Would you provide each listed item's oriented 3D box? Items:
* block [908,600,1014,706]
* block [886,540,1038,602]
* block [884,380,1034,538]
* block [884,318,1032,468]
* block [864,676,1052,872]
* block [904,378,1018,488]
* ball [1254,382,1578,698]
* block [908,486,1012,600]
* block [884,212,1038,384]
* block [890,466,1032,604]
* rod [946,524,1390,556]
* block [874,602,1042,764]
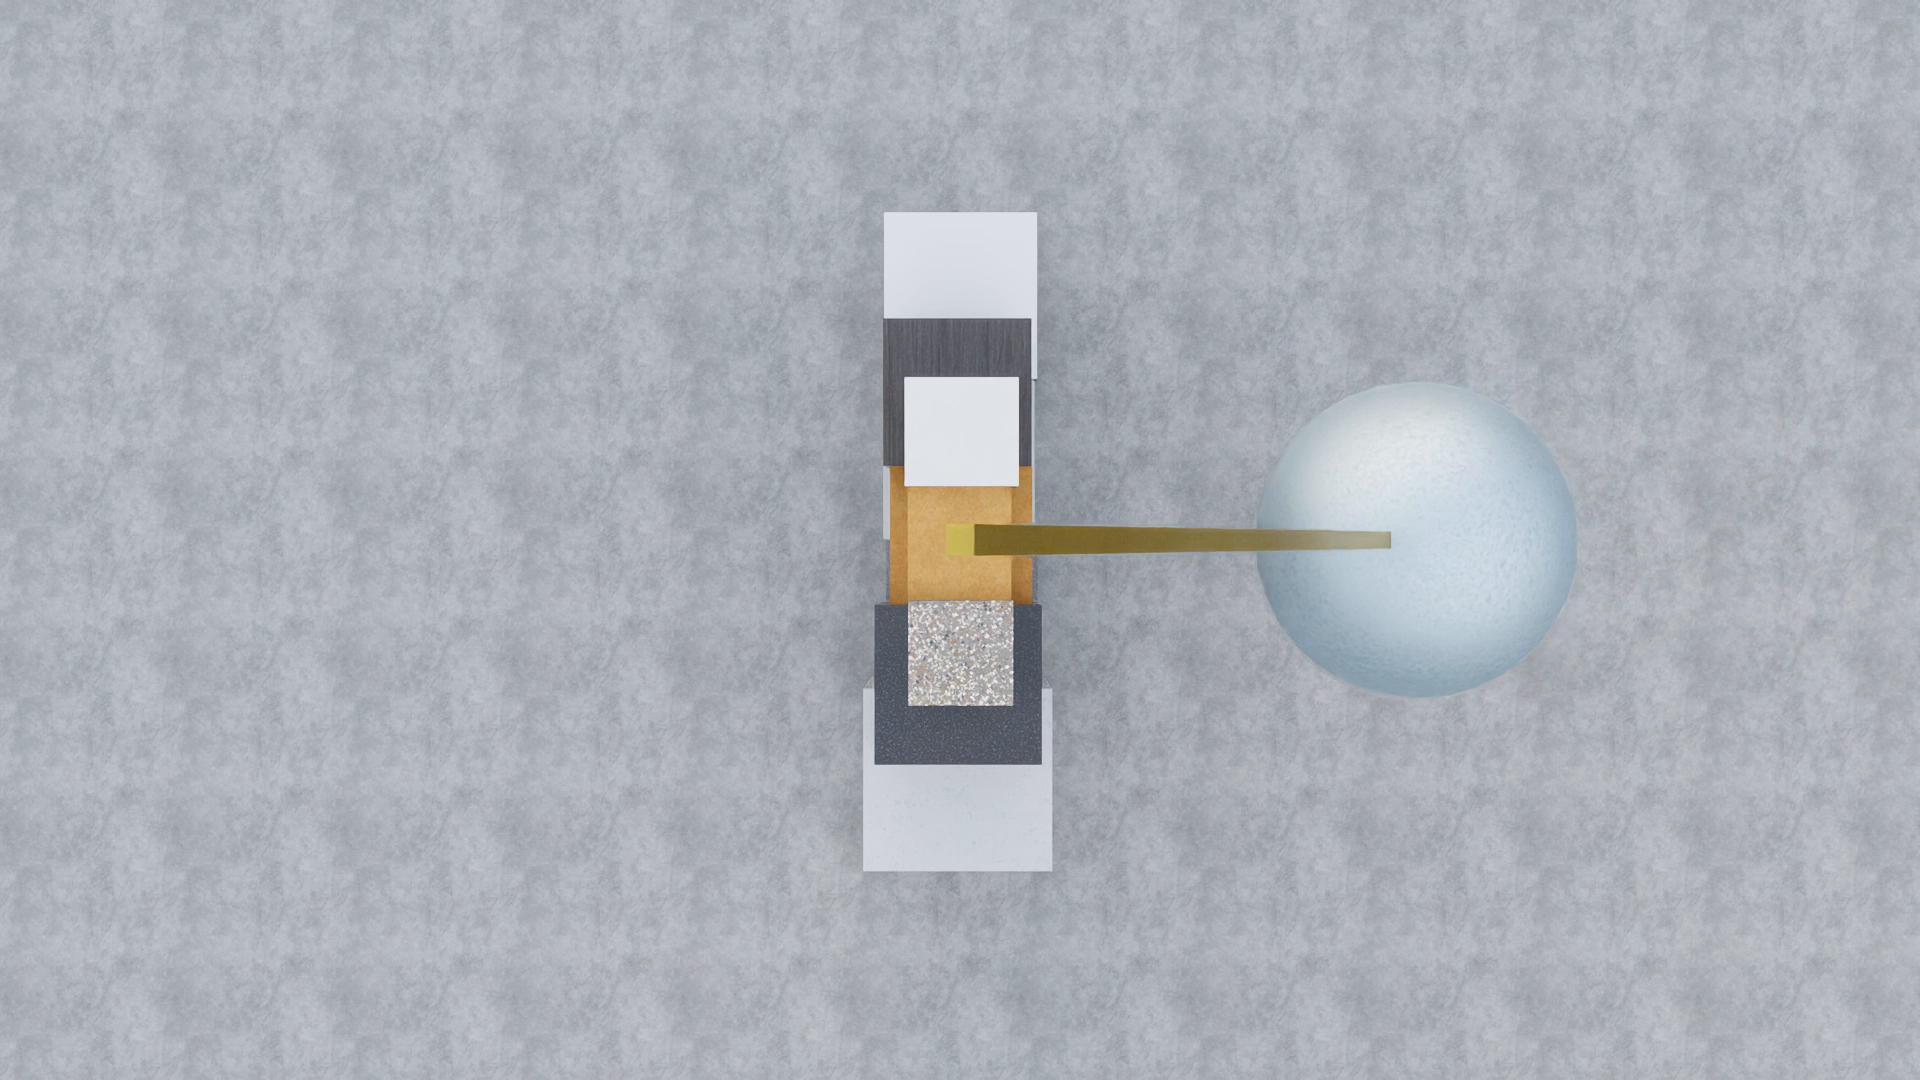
[{"bbox_3d":[0.004,0.548,10.836,0.507,0.441,0.506,0,89,0],"label":"block"},{"bbox_3d":[0.011,0.401,12.560,0.836,0.880,0.794,0,90,0],"label":"block"},{"bbox_3d":[-0.005,-0.441,12.553,0.832,0.894,0.870,0,90,0],"label":"block"},{"bbox_3d":[-0.013,-0.760,11.623,0.755,0.894,0.748,0,91,0],"label":"block"},{"bbox_3d":[-0.012,1.303,12.469,1.026,1.063,0.990,0,90,0],"label":"block"},{"bbox_3d":[0.008,-0.528,10.931,0.554,0.493,0.529,0,90,0],"label":"block"},{"bbox_3d":[2.295,0.000,11.111,1.600,1.600,1.600,0,90,0],"label":"ball"},{"bbox_3d":[-0.002,0.015,11.026,0.505,0.590,0.557,0,90,0],"label":"block"},{"bbox_3d":[0.003,-1.342,12.534,0.840,0.932,0.911,0,90,0],"label":"block"},{"bbox_3d":[0.005,-0.026,11.713,0.734,0.785,0.711,0,90,0],"label":"block"},{"bbox_3d":[0.994,0.000,7.970,0.080,5.200,0.080,0,90,22],"label":"rod"},{"bbox_3d":[-0.009,0.734,11.496,0.842,0.884,0.803,0,89,0],"label":"block"}]
